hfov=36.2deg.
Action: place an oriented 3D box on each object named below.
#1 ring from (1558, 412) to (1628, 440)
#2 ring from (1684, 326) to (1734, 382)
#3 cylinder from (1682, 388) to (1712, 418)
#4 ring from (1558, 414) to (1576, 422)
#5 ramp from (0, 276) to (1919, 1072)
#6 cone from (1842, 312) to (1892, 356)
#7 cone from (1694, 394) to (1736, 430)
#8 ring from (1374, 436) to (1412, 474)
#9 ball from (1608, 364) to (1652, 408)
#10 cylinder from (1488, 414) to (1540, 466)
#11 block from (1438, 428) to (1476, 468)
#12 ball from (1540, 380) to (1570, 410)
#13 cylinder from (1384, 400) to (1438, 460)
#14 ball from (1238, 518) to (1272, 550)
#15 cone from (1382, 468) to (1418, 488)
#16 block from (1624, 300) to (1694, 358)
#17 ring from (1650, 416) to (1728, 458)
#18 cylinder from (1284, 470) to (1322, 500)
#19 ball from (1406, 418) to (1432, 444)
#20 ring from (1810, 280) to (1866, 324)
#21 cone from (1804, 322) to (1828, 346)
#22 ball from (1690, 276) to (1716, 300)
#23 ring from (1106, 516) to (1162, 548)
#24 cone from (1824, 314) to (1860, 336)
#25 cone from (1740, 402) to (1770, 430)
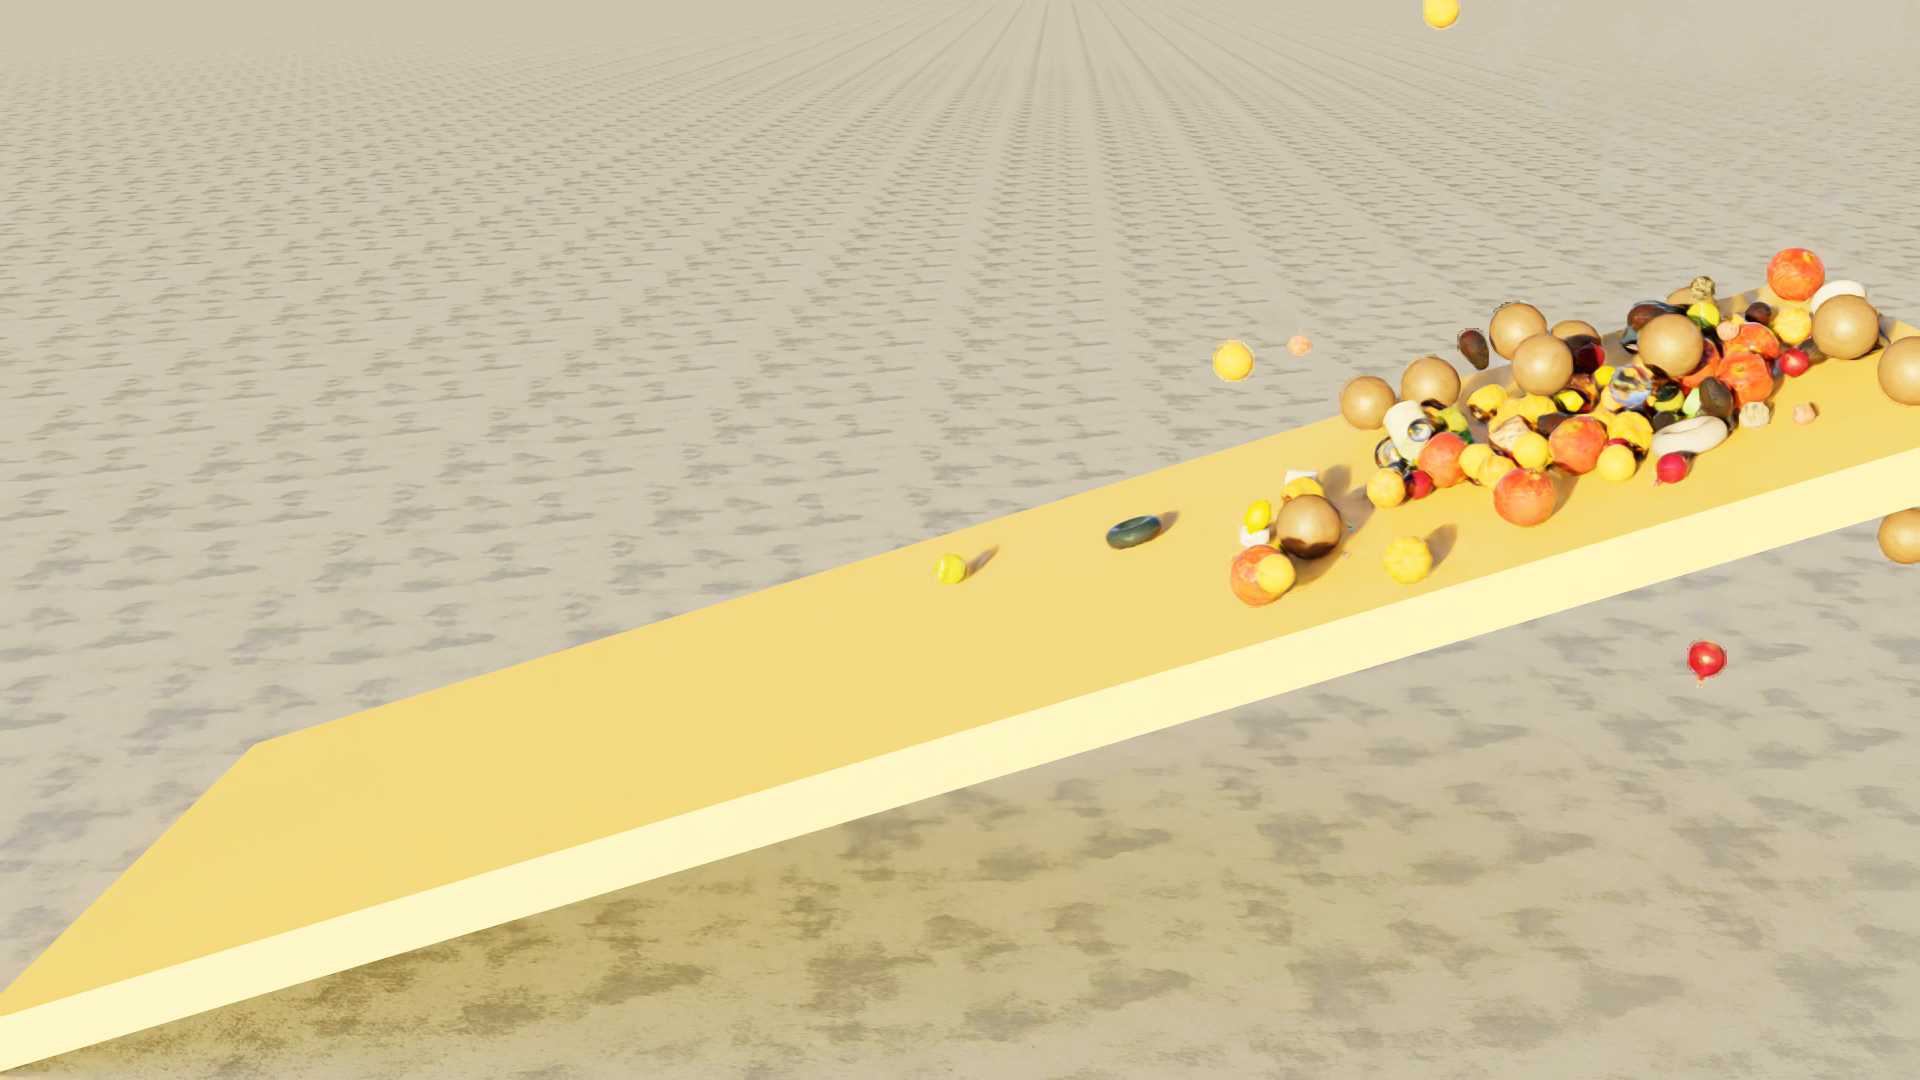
[{"bbox_3d":[1.298,-0.233,6.021,0.143,0.048,0.143,-7,5,1],"label":"ring"},{"bbox_3d":[1.580,-0.393,6.212,0.043,0.130,0.130,-29,22,-20],"label":"ring"},{"bbox_3d":[1.475,-0.265,5.841,0.057,0.057,0.057,34,26,25],"label":"cylinder"},{"bbox_3d":[1.297,-0.254,6.194,0.075,0.025,0.075,1,3,0],"label":"ring"},{"bbox_3d":[0.098,0.184,6.313,4.000,0.100,2.000,-17,10,5],"label":"ramp"},{"bbox_3d":[1.850,-0.405,6.049,0.093,0.093,0.093,-41,-3,20],"label":"cone"},{"bbox_3d":[1.488,-0.230,5.727,0.081,0.081,0.081,-4,27,-20],"label":"cone"},{"bbox_3d":[0.913,-0.180,6.192,0.083,0.083,0.028,0,-10,1],"label":"ring"},{"bbox_3d":[1.278,-0.293,5.605,0.081,0.081,0.081,0,11,0],"label":"ball"},{"bbox_3d":[1.140,-0.206,6.048,0.077,0.077,0.077,-35,5,4],"label":"cylinder"},{"bbox_3d":[1.055,-0.193,6.230,0.061,0.061,0.061,-14,11,19],"label":"block"},{"bbox_3d":[1.308,-0.320,6.457,0.065,0.065,0.065,0,11,0],"label":"ball"},{"bbox_3d":[0.940,-0.229,6.141,0.086,0.086,0.086,-4,49,-21],"label":"cylinder"},{"bbox_3d":[0.603,-0.011,6.017,0.067,0.067,0.067,0,11,0],"label":"ball"},{"bbox_3d":[0.921,-0.159,6.226,0.078,0.078,0.078,-17,10,3],"label":"cone"},{"bbox_3d":[1.473,-0.445,6.206,0.095,0.095,0.095,15,-3,-10],"label":"block"},{"bbox_3d":[1.409,-0.198,5.686,0.150,0.050,0.150,-18,10,3],"label":"ring"},{"bbox_3d":[0.733,-0.118,6.281,0.063,0.063,0.063,5,12,21],"label":"cylinder"},{"bbox_3d":[0.937,-0.223,6.005,0.050,0.050,0.050,0,11,0],"label":"ball"},{"bbox_3d":[1.794,-0.487,6.006,0.112,0.112,0.037,-1,51,-4],"label":"ring"},{"bbox_3d":[1.834,-0.430,6.258,0.057,0.057,0.057,19,-4,-42],"label":"cone"},{"bbox_3d":[1.567,-0.532,6.205,0.052,0.052,0.052,0,11,0],"label":"ball"},{"bbox_3d":[0.384,-0.017,6.486,0.131,0.044,0.131,-18,11,4],"label":"ring"},{"bbox_3d":[1.874,-0.458,6.301,0.085,0.085,0.085,-2,-20,-8],"label":"cone"},{"bbox_3d":[1.548,-0.236,5.716,0.056,0.056,0.056,5,-9,23],"label":"cone"}]
